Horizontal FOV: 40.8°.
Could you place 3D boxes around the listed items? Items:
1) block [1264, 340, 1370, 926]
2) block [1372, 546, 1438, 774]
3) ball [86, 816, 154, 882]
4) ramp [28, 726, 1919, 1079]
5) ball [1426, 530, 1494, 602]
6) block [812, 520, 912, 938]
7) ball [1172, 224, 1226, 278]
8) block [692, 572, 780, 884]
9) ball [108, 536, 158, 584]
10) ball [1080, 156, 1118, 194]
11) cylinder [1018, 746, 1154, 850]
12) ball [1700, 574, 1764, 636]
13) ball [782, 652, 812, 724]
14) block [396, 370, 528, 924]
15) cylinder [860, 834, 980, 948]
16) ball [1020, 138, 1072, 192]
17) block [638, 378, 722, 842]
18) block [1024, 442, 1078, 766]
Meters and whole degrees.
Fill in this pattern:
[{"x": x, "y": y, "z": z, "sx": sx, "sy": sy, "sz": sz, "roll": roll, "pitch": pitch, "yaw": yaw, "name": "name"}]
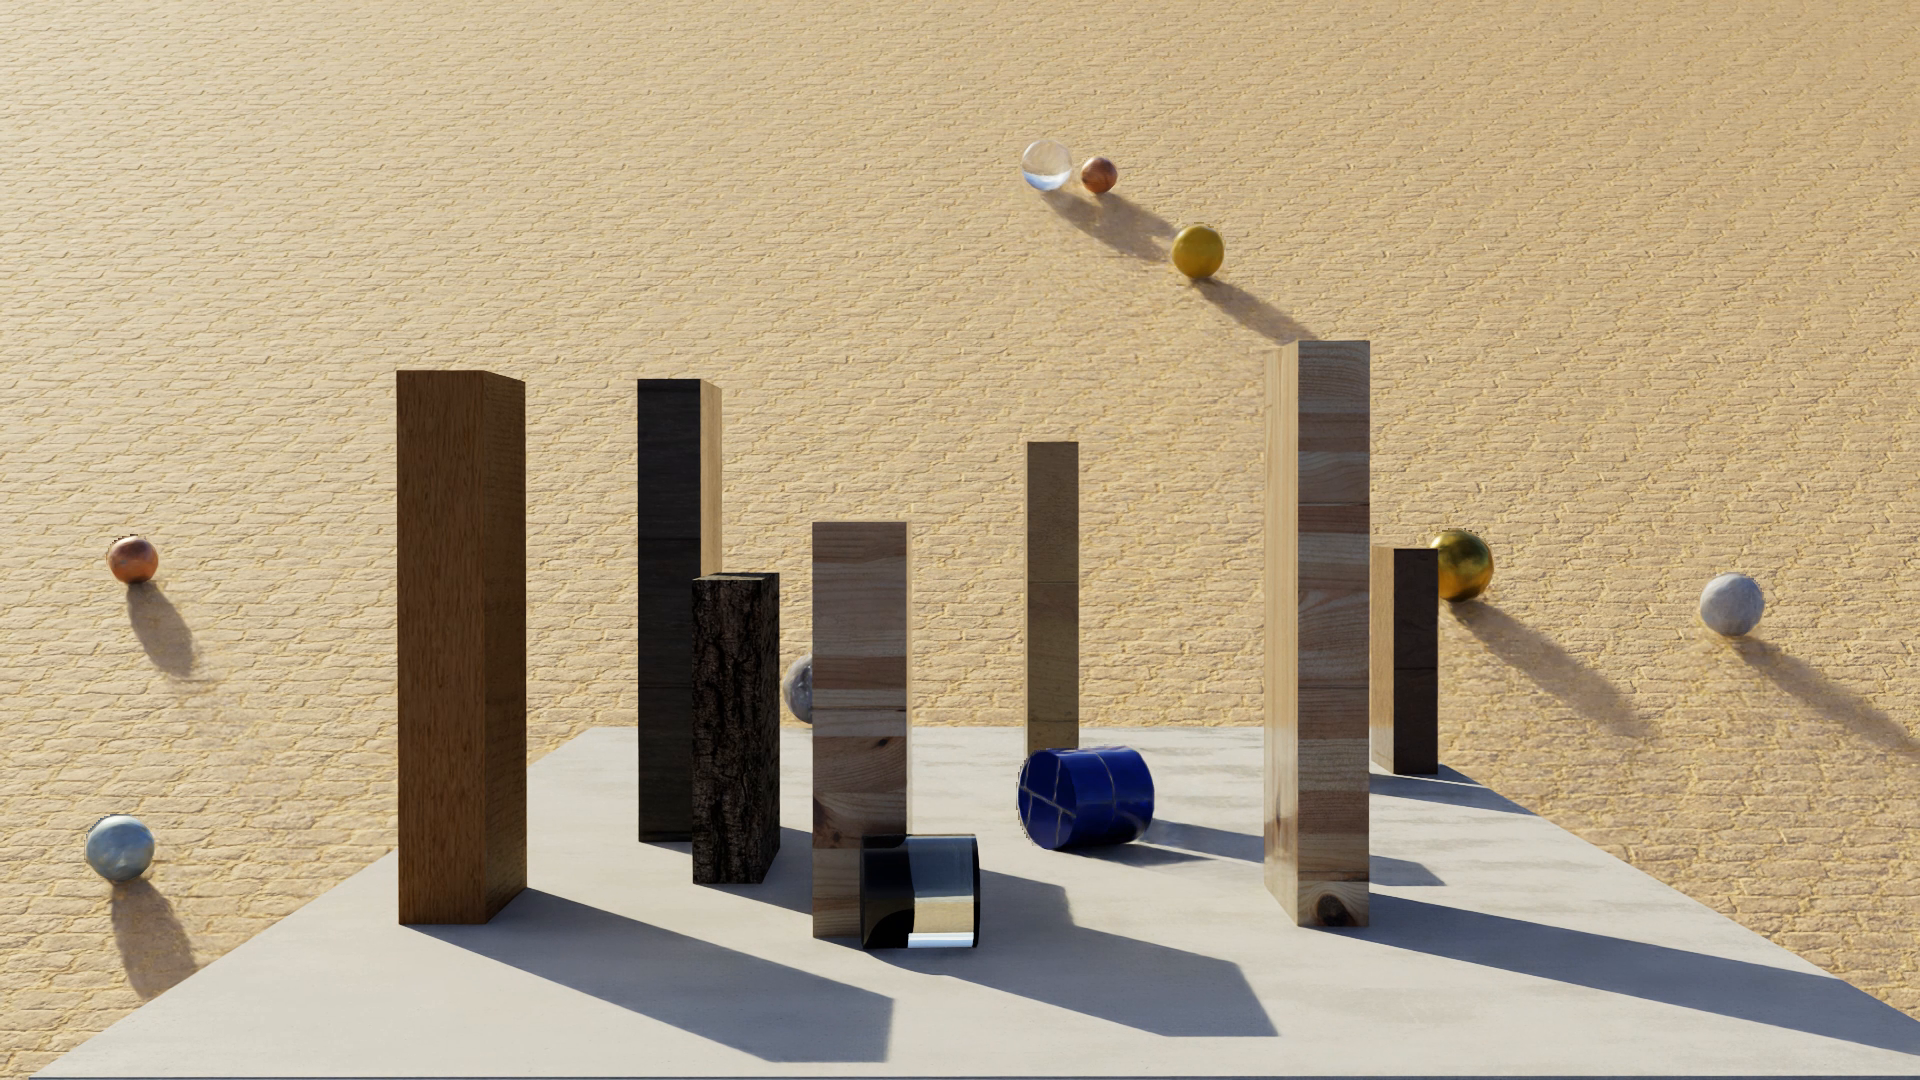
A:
[{"x": 0.506, "y": 0.124, "z": 3.691, "sx": 0.097, "sy": 0.795, "sz": 0.383, "roll": 0, "pitch": 1, "yaw": 0, "name": "block"}, {"x": 0.961, "y": 0.254, "z": 5.593, "sx": 0.094, "sy": 0.477, "sz": 0.293, "roll": 0, "pitch": 1, "yaw": 0, "name": "block"}, {"x": -1.992, "y": 0.732, "z": 6.130, "sx": 0.155, "sy": 0.155, "sz": 0.155, "roll": 0, "pitch": 27, "yaw": 0, "name": "ball"}, {"x": 0.062, "y": 0.558, "z": 4.596, "sx": 2.000, "sy": 0.100, "sz": 4.000, "roll": 0, "pitch": 1, "yaw": 0, "name": "ramp"}, {"x": 1.414, "y": 0.074, "z": 7.343, "sx": 0.205, "sy": 0.205, "sz": 0.205, "roll": 0, "pitch": 27, "yaw": 0, "name": "ball"}, {"x": -0.133, "y": 0.248, "z": 3.637, "sx": 0.125, "sy": 0.551, "sz": 0.447, "roll": 0, "pitch": 1, "yaw": 0, "name": "block"}, {"x": 0.881, "y": -1.065, "z": 9.543, "sx": 0.199, "sy": 0.199, "sz": 0.199, "roll": 0, "pitch": 27, "yaw": 0, "name": "ball"}, {"x": -0.352, "y": 0.287, "z": 4.102, "sx": 0.104, "sy": 0.459, "sz": 0.409, "roll": 0, "pitch": 1, "yaw": 0, "name": "block"}, {"x": -2.381, "y": 0.060, "z": 7.443, "sx": 0.138, "sy": 0.138, "sz": 0.138, "roll": 0, "pitch": 27, "yaw": 0, "name": "ball"}, {"x": 0.559, "y": -1.465, "z": 10.370, "sx": 0.148, "sy": 0.148, "sz": 0.148, "roll": 0, "pitch": 27, "yaw": 0, "name": "ball"}, {"x": 0.211, "y": 0.431, "z": 4.324, "sx": 0.163, "sy": 0.163, "sz": 0.163, "roll": -1, "pitch": 24, "yaw": -34, "name": "cylinder"}, {"x": 2.143, "y": 0.181, "z": 7.172, "sx": 0.173, "sy": 0.173, "sz": 0.173, "roll": 0, "pitch": 27, "yaw": 0, "name": "ball"}, {"x": -0.361, "y": 0.383, "z": 6.662, "sx": 0.191, "sy": 0.191, "sz": 0.191, "roll": 0, "pitch": 27, "yaw": 0, "name": "ball"}, {"x": -0.708, "y": 0.144, "z": 3.693, "sx": 0.119, "sy": 0.756, "sz": 0.343, "roll": 0, "pitch": 1, "yaw": 0, "name": "block"}, {"x": -0.053, "y": 0.454, "z": 3.345, "sx": 0.147, "sy": 0.147, "sz": 0.147, "roll": 0, "pitch": 27, "yaw": -5, "name": "cylinder"}, {"x": 0.348, "y": -1.508, "z": 10.385, "sx": 0.208, "sy": 0.208, "sz": 0.208, "roll": 0, "pitch": 27, "yaw": 0, "name": "ball"}, {"x": -0.492, "y": 0.116, "z": 4.568, "sx": 0.107, "sy": 0.785, "sz": 0.396, "roll": 0, "pitch": 1, "yaw": 0, "name": "block"}, {"x": 0.168, "y": 0.163, "z": 4.778, "sx": 0.093, "sy": 0.685, "sz": 0.252, "roll": 0, "pitch": 1, "yaw": 0, "name": "block"}]
